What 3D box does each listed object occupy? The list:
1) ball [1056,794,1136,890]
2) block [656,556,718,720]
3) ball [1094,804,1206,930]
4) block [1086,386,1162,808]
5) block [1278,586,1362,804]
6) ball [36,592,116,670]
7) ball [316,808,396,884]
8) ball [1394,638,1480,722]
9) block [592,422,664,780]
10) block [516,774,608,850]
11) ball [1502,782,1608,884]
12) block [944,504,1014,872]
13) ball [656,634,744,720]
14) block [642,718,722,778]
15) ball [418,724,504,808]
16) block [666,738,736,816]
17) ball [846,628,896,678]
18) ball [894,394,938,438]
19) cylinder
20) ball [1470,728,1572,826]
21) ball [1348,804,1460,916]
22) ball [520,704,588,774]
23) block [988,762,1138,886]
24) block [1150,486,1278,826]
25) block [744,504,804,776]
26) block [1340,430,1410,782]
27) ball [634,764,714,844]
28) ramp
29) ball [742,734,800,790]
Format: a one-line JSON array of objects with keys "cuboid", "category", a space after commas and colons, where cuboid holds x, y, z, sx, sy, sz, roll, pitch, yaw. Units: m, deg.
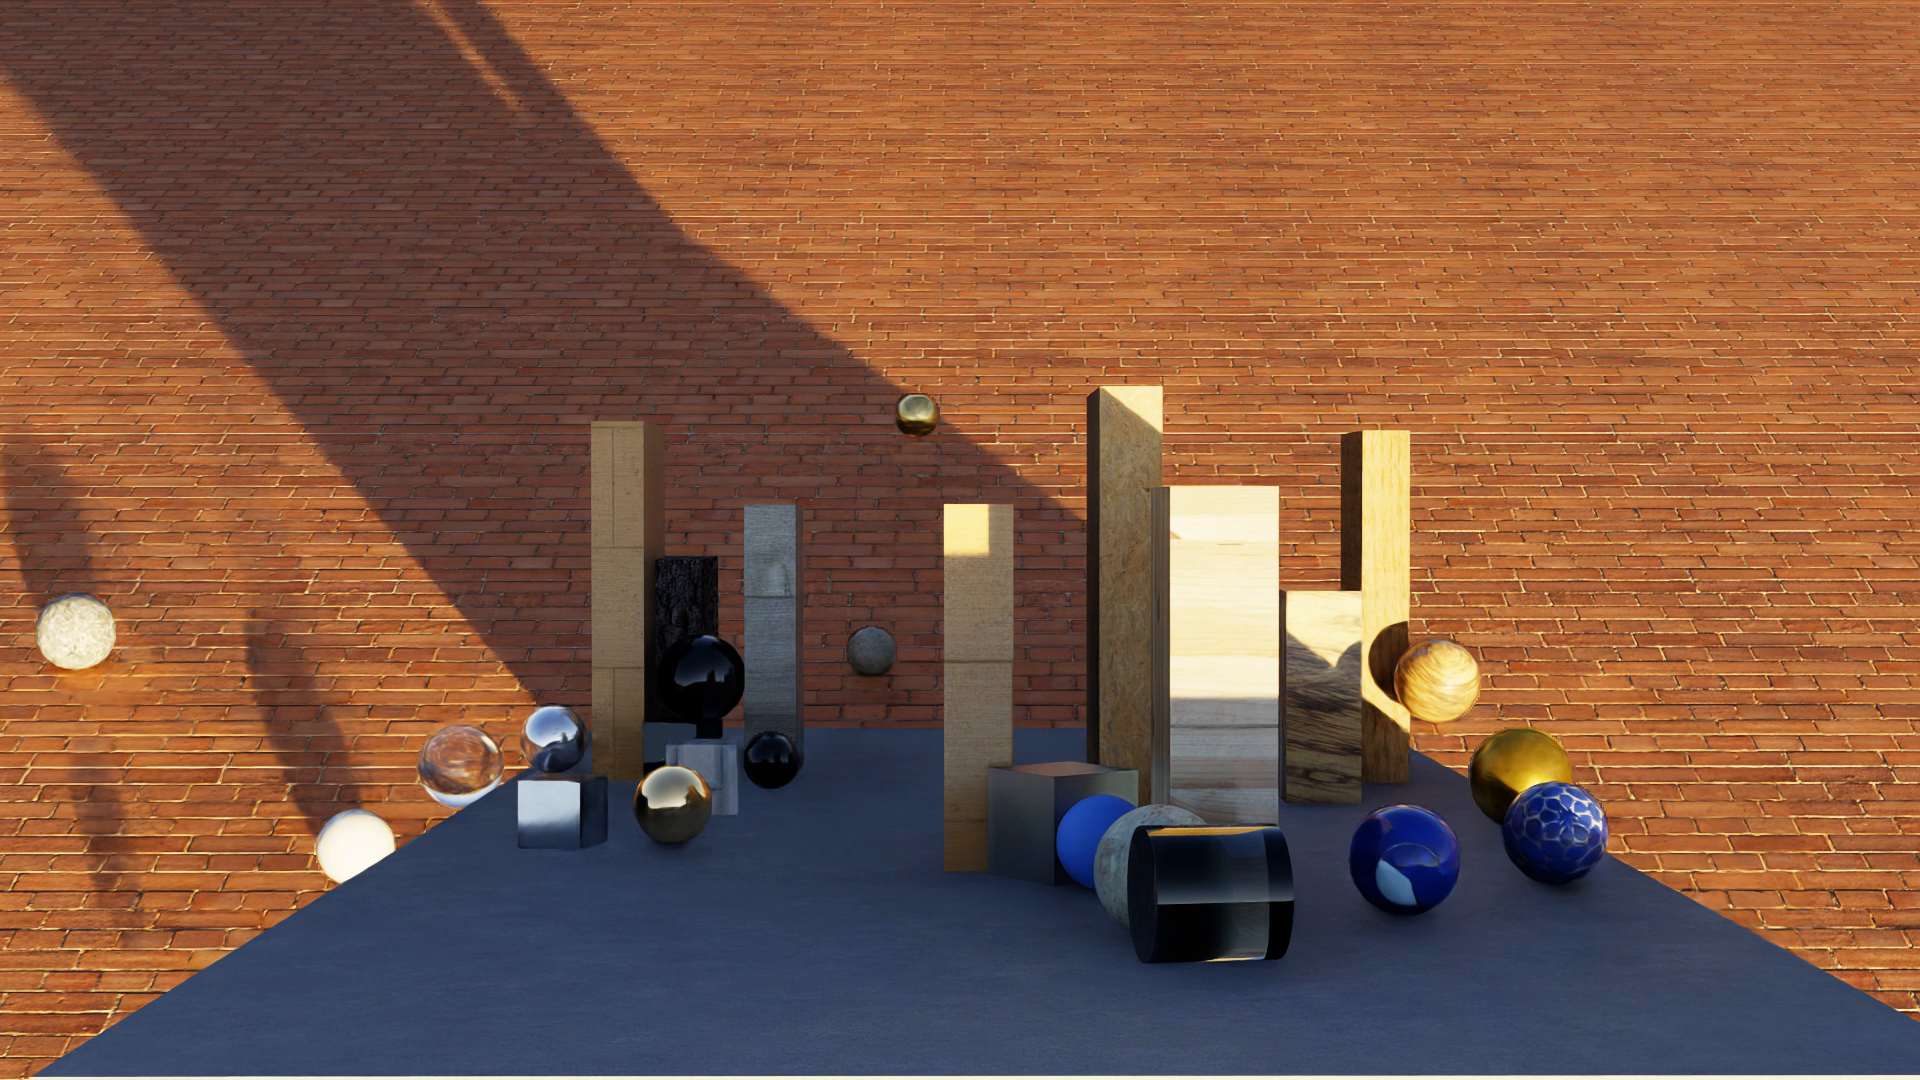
[{"cuboid": [0.214, 0.450, 3.844, 0.142, 0.142, 0.142, 0, 28, 0], "category": "ball"}, {"cuboid": [-0.633, 0.267, 5.776, 0.149, 0.453, 0.400, 0, 1, 0], "category": "block"}, {"cuboid": [0.265, 0.439, 3.420, 0.177, 0.177, 0.177, 0, 28, 0], "category": "ball"}, {"cuboid": [0.267, 0.136, 4.251, 0.098, 0.758, 0.406, 0, 1, 0], "category": "block"}, {"cuboid": [0.697, 0.299, 5.134, 0.144, 0.406, 0.373, 0, 1, 0], "category": "block"}, {"cuboid": [-2.399, 0.248, 7.011, 0.209, 0.209, 0.209, 0, 28, 0], "category": "ball"}, {"cuboid": [-1.431, 0.729, 6.119, 0.182, 0.182, 0.182, 0, 28, 0], "category": "ball"}, {"cuboid": [0.966, 0.284, 5.235, 0.172, 0.172, 0.172, 0, 28, 0], "category": "ball"}, {"cuboid": [-0.712, 0.123, 5.565, 0.109, 0.746, 0.390, 0, 1, 0], "category": "block"}, {"cuboid": [-0.670, 0.457, 4.355, 0.114, 0.114, 0.114, 0, 1, 15], "category": "block"}, {"cuboid": [0.899, 0.442, 3.902, 0.155, 0.155, 0.155, 0, 28, 0], "category": "ball"}, {"cuboid": [0.029, 0.229, 4.173, 0.108, 0.574, 0.269, 0, 1, 0], "category": "block"}, {"cuboid": [-0.549, 0.293, 5.482, 0.190, 0.190, 0.190, 0, 28, 0], "category": "ball"}, {"cuboid": [-0.576, 0.438, 5.376, 0.123, 0.123, 0.123, 0, 1, 20], "category": "block"}, {"cuboid": [-1.128, 0.512, 5.842, 0.190, 0.190, 0.190, 0, 28, 0], "category": "ball"}, {"cuboid": [-0.483, 0.442, 4.825, 0.131, 0.131, 0.131, 0, 1, -5], "category": "block"}, {"cuboid": [-0.238, 0.303, 6.985, 0.135, 0.135, 0.135, 0, 28, 0], "category": "ball"}, {"cuboid": [-0.140, -0.401, 8.327, 0.141, 0.141, 0.141, 0, 28, 0], "category": "ball"}, {"cuboid": [0.313, 0.444, 3.251, 0.172, 0.172, 0.172, 0, 27, -9], "category": "cylinder"}, {"cuboid": [0.990, 0.421, 4.558, 0.178, 0.178, 0.178, 0, 28, 0], "category": "ball"}, {"cuboid": [0.621, 0.447, 3.612, 0.154, 0.154, 0.154, 0, 28, 0], "category": "ball"}, {"cuboid": [-0.839, 0.411, 5.334, 0.141, 0.141, 0.141, 0, 28, 0], "category": "ball"}, {"cuboid": [0.159, 0.436, 3.995, 0.165, 0.165, 0.165, -1, 1, -37], "category": "block"}, {"cuboid": [0.358, 0.224, 3.678, 0.147, 0.598, 0.348, 0, 1, 0], "category": "block"}, {"cuboid": [-0.400, 0.210, 5.578, 0.108, 0.573, 0.282, 0, 1, 0], "category": "block"}, {"cuboid": [0.875, 0.135, 5.459, 0.097, 0.724, 0.302, 0, 1, 0], "category": "block"}, {"cuboid": [-0.486, 0.447, 4.374, 0.134, 0.134, 0.134, 0, 28, 0], "category": "ball"}, {"cuboid": [0.062, 0.560, 4.598, 2.000, 0.100, 4.000, 0, 1, 0], "category": "ramp"}, {"cuboid": [-0.381, 0.445, 5.203, 0.113, 0.113, 0.113, 0, 28, 0], "category": "ball"}]
